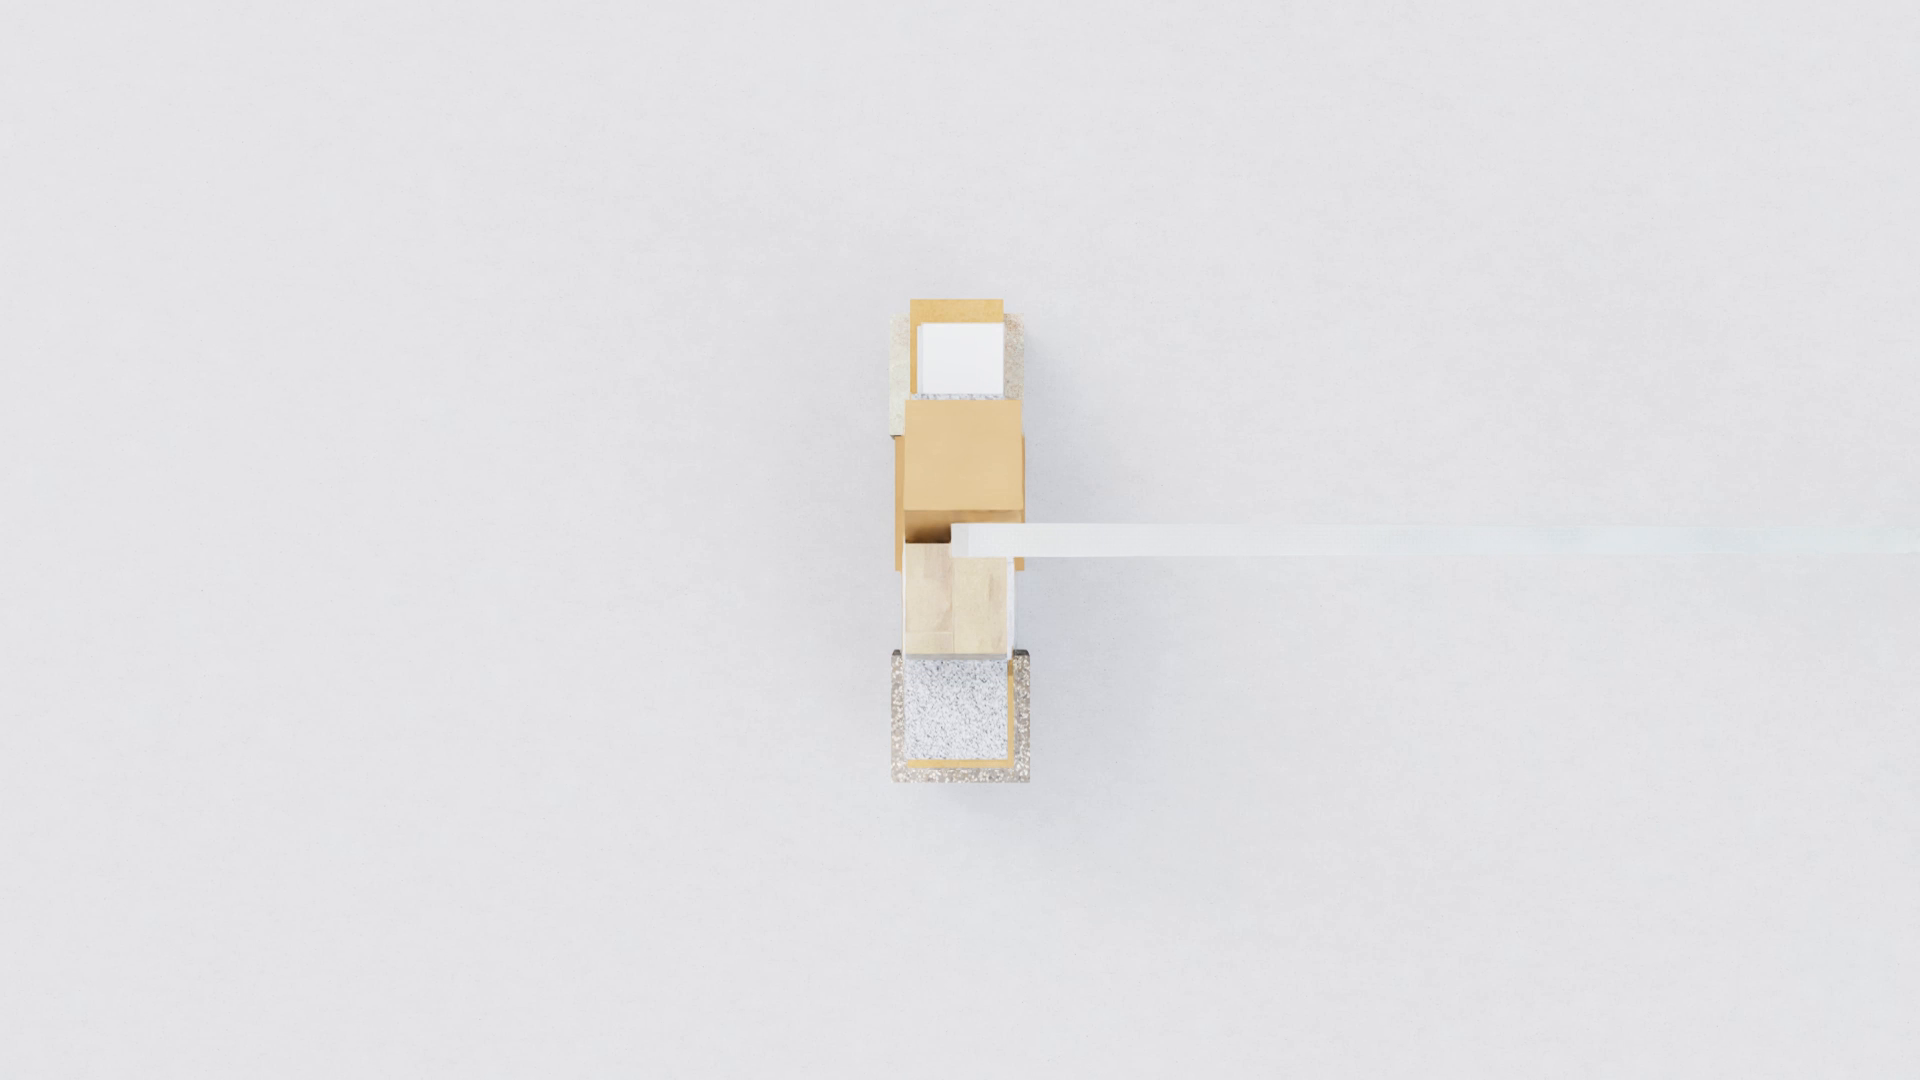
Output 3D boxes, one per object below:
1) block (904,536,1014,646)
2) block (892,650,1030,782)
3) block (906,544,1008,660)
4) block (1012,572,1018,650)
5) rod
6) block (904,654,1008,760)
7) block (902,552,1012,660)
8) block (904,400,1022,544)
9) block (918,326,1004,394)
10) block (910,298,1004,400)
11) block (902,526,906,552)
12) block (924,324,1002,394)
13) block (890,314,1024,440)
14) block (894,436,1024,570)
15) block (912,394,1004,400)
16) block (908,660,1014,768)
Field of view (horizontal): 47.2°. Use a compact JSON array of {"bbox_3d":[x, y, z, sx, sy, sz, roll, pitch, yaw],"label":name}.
[{"bbox_3d":[-0.006,0.243,10.756,0.529,0.456,0.517,0,91,0],"label":"block"},{"bbox_3d":[0.003,0.954,12.048,0.742,0.640,0.679,0,90,0],"label":"block"},{"bbox_3d":[-0.018,0.295,10.290,0.466,0.404,0.505,0,82,0],"label":"block"},{"bbox_3d":[0.019,0.448,12.697,0.608,0.606,0.530,0,90,0],"label":"block"},{"bbox_3d":[2.212,0.000,6.539,5.200,0.080,0.080,0,90,-32],"label":"rod"},{"bbox_3d":[-0.018,0.778,10.748,0.491,0.521,0.499,0,95,0],"label":"block"},{"bbox_3d":[-0.013,0.320,11.309,0.546,0.646,0.541,0,91,0],"label":"block"},{"bbox_3d":[0.014,-0.295,10.319,0.537,0.572,0.539,0,71,0],"label":"block"},{"bbox_3d":[0.005,-0.834,11.506,0.449,0.462,0.474,0,83,0],"label":"block"},{"bbox_3d":[-0.017,-1.003,12.046,0.499,0.565,0.573,0,90,0],"label":"block"},{"bbox_3d":[-0.013,0.268,11.986,0.588,0.711,0.682,0,91,0],"label":"block"},{"bbox_3d":[0.016,-0.856,11.056,0.389,0.436,0.367,0,82,0],"label":"block"},{"bbox_3d":[-0.018,-0.931,12.664,0.756,0.671,0.680,0,90,0],"label":"block"},{"bbox_3d":[-0.002,-0.204,12.670,0.726,0.660,0.754,0,90,0],"label":"block"},{"bbox_3d":[-0.013,-0.417,10.903,0.448,0.453,0.531,0,81,0],"label":"block"},{"bbox_3d":[0.004,0.877,11.448,0.544,0.462,0.485,0,103,0],"label":"block"}]
